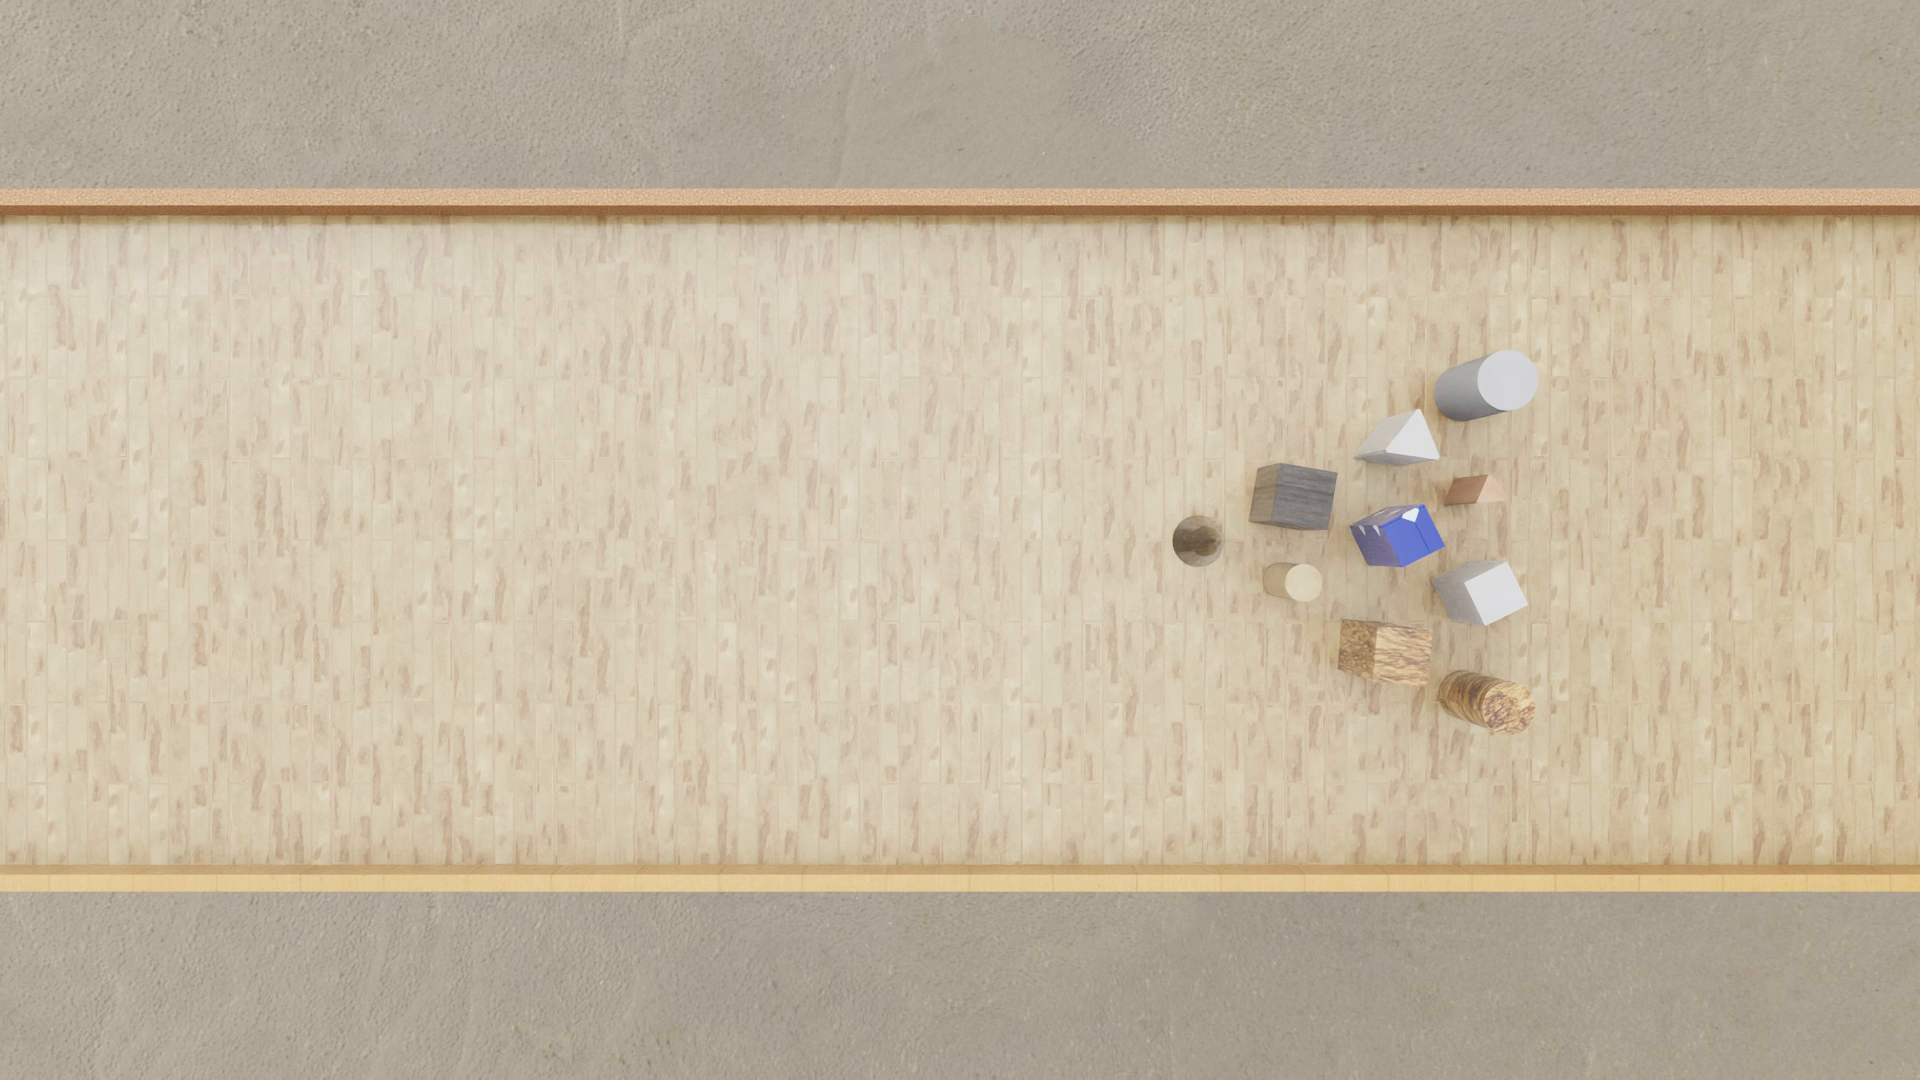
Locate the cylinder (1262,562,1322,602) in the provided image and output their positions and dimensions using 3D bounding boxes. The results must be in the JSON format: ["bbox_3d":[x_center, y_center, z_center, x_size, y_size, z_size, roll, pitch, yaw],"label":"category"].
[{"bbox_3d":[0.985,0.123,4.900,0.108,0.353,0.108,0,90,0],"label":"cylinder"}]

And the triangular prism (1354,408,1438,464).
[{"bbox_3d":[1.295,-0.307,4.880,0.152,0.393,0.131,8,90,0],"label":"triangular prism"}]

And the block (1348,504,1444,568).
[{"bbox_3d":[1.285,-0.013,4.876,0.135,0.401,0.135,-27,90,0],"label":"block"}]

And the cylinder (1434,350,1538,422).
[{"bbox_3d":[1.544,-0.450,4.862,0.171,0.429,0.171,0,90,0],"label":"cylinder"}]

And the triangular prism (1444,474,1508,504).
[{"bbox_3d":[1.529,-0.151,4.912,0.090,0.329,0.078,-6,90,0],"label":"triangular prism"}]

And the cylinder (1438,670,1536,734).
[{"bbox_3d":[1.548,0.475,4.864,0.150,0.424,0.150,0,90,0],"label":"cylinder"}]

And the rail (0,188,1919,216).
[{"bbox_3d":[-2.247,-1.025,5.002,12.000,0.150,0.050,0,90,0],"label":"rail"}]

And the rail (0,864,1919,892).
[{"bbox_3d":[-2.247,1.025,5.001,12.000,0.150,0.050,0,90,0],"label":"rail"}]

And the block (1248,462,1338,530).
[{"bbox_3d":[0.984,-0.125,4.897,0.167,0.360,0.167,10,90,0],"label":"block"}]

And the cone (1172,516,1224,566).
[{"bbox_3d":[0.734,0.003,4.901,0.160,0.352,0.160,0,90,0],"label":"cone"}]

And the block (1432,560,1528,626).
[{"bbox_3d":[1.543,0.154,4.910,0.138,0.332,0.138,-26,90,0],"label":"block"}]

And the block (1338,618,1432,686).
[{"bbox_3d":[1.246,0.327,4.859,0.155,0.436,0.155,5,90,0],"label":"block"}]
